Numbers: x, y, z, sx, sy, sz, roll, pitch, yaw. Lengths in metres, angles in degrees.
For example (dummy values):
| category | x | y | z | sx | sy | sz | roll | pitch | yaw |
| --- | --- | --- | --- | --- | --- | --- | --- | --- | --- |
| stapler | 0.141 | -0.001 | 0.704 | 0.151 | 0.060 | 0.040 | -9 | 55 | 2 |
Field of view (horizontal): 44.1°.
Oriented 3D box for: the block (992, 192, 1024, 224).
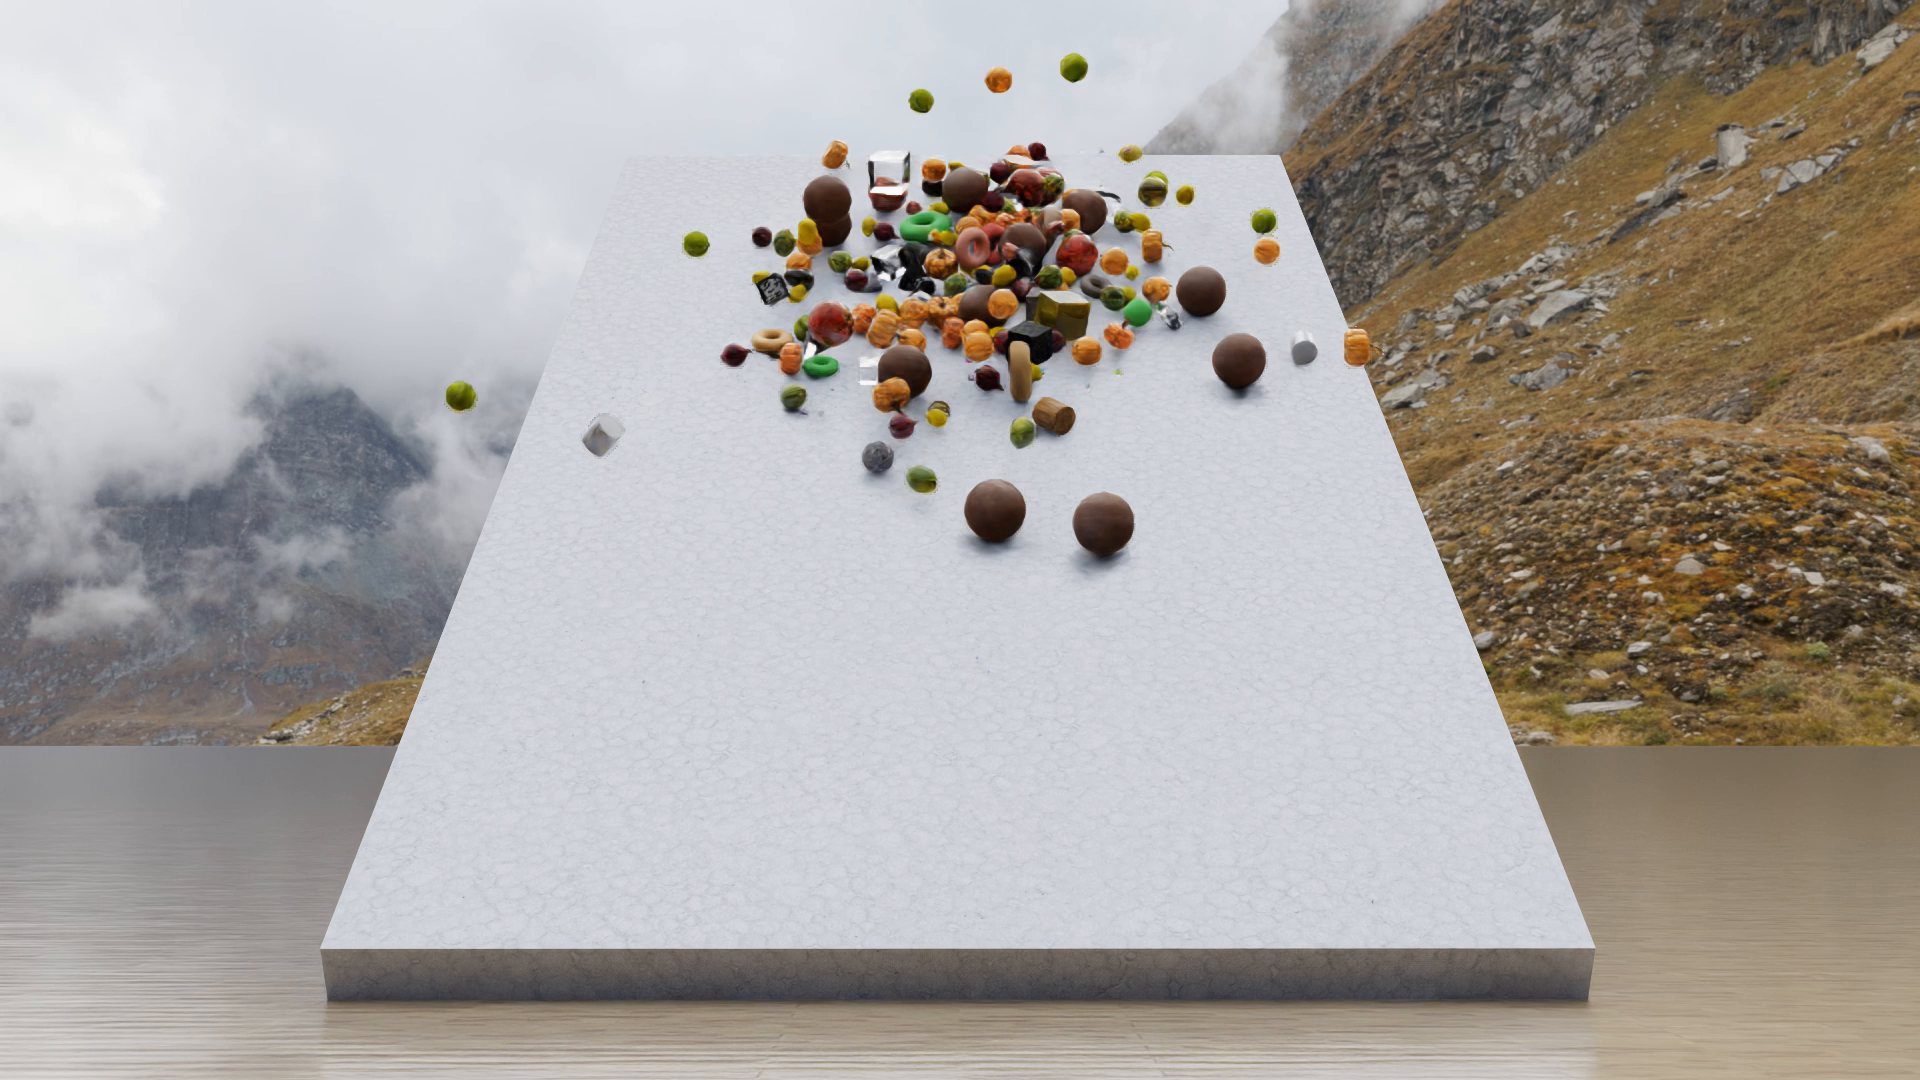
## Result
| category | x | y | z | sx | sy | sz | roll | pitch | yaw |
| --- | --- | --- | --- | --- | --- | --- | --- | --- | --- |
| block | 0.134 | -0.940 | 6.714 | 0.061 | 0.061 | 0.061 | 12 | -15 | 22 |

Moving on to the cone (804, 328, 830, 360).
| category | x | y | z | sx | sy | sz | roll | pitch | yaw |
| --- | --- | --- | --- | --- | --- | --- | --- | --- | --- |
| cone | -0.367 | -0.470 | 5.851 | 0.072 | 0.072 | 0.072 | 23 | -30 | 14 |

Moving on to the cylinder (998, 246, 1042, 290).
| category | x | y | z | sx | sy | sz | roll | pitch | yaw |
| --- | --- | --- | --- | --- | --- | --- | --- | --- | --- |
| cylinder | 0.160 | -0.720 | 6.277 | 0.091 | 0.091 | 0.091 | -2 | 25 | 22 |

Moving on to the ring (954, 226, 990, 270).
| category | x | y | z | sx | sy | sz | roll | pitch | yaw |
| --- | --- | --- | --- | --- | --- | --- | --- | --- | --- |
| ring | 0.033 | -0.765 | 6.218 | 0.112 | 0.112 | 0.037 | 4 | 7 | -42 |

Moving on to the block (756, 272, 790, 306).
| category | x | y | z | sx | sy | sz | roll | pitch | yaw |
| --- | --- | --- | --- | --- | --- | --- | --- | --- | --- |
| block | -0.478 | -0.640 | 6.062 | 0.059 | 0.059 | 0.059 | -27 | -4 | 9 |

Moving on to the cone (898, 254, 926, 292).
| category | x | y | z | sx | sy | sz | roll | pitch | yaw |
| --- | --- | --- | --- | --- | --- | --- | --- | --- | --- |
| cone | -0.119 | -0.714 | 6.265 | 0.092 | 0.092 | 0.092 | 0 | 27 | 0 |

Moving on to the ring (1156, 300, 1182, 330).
| category | x | y | z | sx | sy | sz | roll | pitch | yaw |
| --- | --- | --- | --- | --- | --- | --- | --- | --- | --- |
| ring | 0.528 | -0.568 | 5.998 | 0.029 | 0.087 | 0.087 | -40 | -3 | -4 |

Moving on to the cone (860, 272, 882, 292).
| category | x | y | z | sx | sy | sz | roll | pitch | yaw |
| --- | --- | --- | --- | --- | --- | --- | --- | --- | --- |
| cone | -0.244 | -0.666 | 6.238 | 0.056 | 0.056 | 0.056 | -35 | 4 | -14 |

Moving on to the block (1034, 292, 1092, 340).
| category | x | y | z | sx | sy | sz | roll | pitch | yaw |
| --- | --- | --- | --- | --- | --- | --- | --- | --- | --- |
| block | 0.256 | -0.563 | 5.951 | 0.096 | 0.096 | 0.096 | -4 | 26 | -30 |

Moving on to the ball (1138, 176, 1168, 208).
| category | x | y | z | sx | sy | sz | roll | pitch | yaw |
| --- | --- | --- | --- | --- | --- | --- | --- | --- | --- |
| ball | 0.515 | -0.931 | 6.348 | 0.080 | 0.080 | 0.080 | 0 | -5 | 0 |

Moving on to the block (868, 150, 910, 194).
| category | x | y | z | sx | sy | sz | roll | pitch | yaw |
| --- | --- | --- | --- | --- | --- | --- | --- | --- | --- |
| block | -0.191 | -0.996 | 6.429 | 0.091 | 0.091 | 0.091 | 4 | 28 | 12 |

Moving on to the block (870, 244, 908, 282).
| category | x | y | z | sx | sy | sz | roll | pitch | yaw |
| --- | --- | --- | --- | --- | --- | --- | --- | --- | --- |
| block | -0.186 | -0.738 | 6.311 | 0.065 | 0.065 | 0.065 | -34 | 34 | -25 |

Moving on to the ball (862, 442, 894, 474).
| category | x | y | z | sx | sy | sz | roll | pitch | yaw |
| --- | --- | --- | --- | --- | --- | --- | --- | --- | --- |
| ball | -0.181 | -0.183 | 5.249 | 0.071 | 0.071 | 0.071 | 0 | -5 | 0 |

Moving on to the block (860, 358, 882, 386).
| category | x | y | z | sx | sy | sz | roll | pitch | yaw |
| --- | --- | --- | --- | --- | --- | --- | --- | --- | --- |
| block | -0.215 | -0.405 | 5.705 | 0.052 | 0.052 | 0.052 | 0 | 27 | 0 |

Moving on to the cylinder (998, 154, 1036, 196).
| category | x | y | z | sx | sy | sz | roll | pitch | yaw |
| --- | --- | --- | --- | --- | --- | --- | --- | --- | --- |
| cylinder | 0.164 | -1.064 | 6.929 | 0.095 | 0.095 | 0.095 | 10 | 24 | -5 |

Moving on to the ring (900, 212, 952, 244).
| category | x | y | z | sx | sy | sz | roll | pitch | yaw |
| --- | --- | --- | --- | --- | --- | --- | --- | --- | --- |
| ring | -0.096 | -0.869 | 6.602 | 0.149 | 0.050 | 0.149 | -7 | 30 | 4 |

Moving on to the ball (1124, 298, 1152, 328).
| category | x | y | z | sx | sy | sz | roll | pitch | yaw |
| --- | --- | --- | --- | --- | --- | --- | --- | --- | --- |
| ball | 0.450 | -0.575 | 6.005 | 0.072 | 0.072 | 0.072 | 0 | -5 | 0 |

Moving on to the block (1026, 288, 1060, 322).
| category | x | y | z | sx | sy | sz | roll | pitch | yaw |
| --- | --- | --- | --- | --- | --- | --- | --- | --- | --- |
| block | 0.212 | -0.599 | 6.070 | 0.067 | 0.067 | 0.067 | 11 | 29 | 20 |

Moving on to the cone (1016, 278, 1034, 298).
| category | x | y | z | sx | sy | sz | roll | pitch | yaw |
| --- | --- | --- | --- | --- | --- | --- | --- | --- | --- |
| cone | 0.180 | -0.659 | 6.234 | 0.054 | 0.054 | 0.054 | -2 | -4 | 27 |

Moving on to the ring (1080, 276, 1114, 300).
| category | x | y | z | sx | sy | sz | roll | pitch | yaw |
| --- | --- | --- | --- | --- | --- | --- | --- | --- | --- |
| ring | 0.359 | -0.662 | 6.216 | 0.093 | 0.031 | 0.093 | 12 | 35 | -9 |

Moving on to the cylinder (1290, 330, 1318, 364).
| category | x | y | z | sx | sy | sz | roll | pitch | yaw |
| --- | --- | --- | --- | --- | --- | --- | --- | --- | --- |
| cylinder | 0.845 | -0.473 | 5.831 | 0.063 | 0.063 | 0.063 | 0 | 27 | 5 |

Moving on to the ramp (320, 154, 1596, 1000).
| category | x | y | z | sx | sy | sz | roll | pitch | yaw |
| --- | --- | --- | --- | --- | --- | --- | --- | --- | --- |
| ramp | -0.011 | -0.226 | 5.523 | 2.000 | 0.100 | 4.000 | 0 | 27 | 0 |

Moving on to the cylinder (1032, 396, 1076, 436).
| category | x | y | z | sx | sy | sz | roll | pitch | yaw |
| --- | --- | --- | --- | --- | --- | --- | --- | --- | --- |
| cylinder | 0.216 | -0.285 | 5.452 | 0.070 | 0.070 | 0.070 | 5 | 18 | -45 |

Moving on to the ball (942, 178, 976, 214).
| category | x | y | z | sx | sy | sz | roll | pitch | yaw |
| --- | --- | --- | --- | --- | --- | --- | --- | --- | --- |
| ball | -0.005 | -0.984 | 6.786 | 0.098 | 0.098 | 0.098 | 0 | -5 | 0 |

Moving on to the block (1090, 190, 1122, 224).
| category | x | y | z | sx | sy | sz | roll | pitch | yaw |
| --- | --- | --- | --- | --- | --- | --- | --- | --- | --- |
| block | 0.413 | -0.942 | 6.710 | 0.064 | 0.064 | 0.064 | 14 | -9 | 18 |

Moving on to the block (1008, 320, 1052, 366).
| category | x | y | z | sx | sy | sz | roll | pitch | yaw |
| --- | --- | --- | --- | --- | --- | --- | --- | --- | --- |
| block | 0.170 | -0.481 | 5.825 | 0.079 | 0.079 | 0.079 | 18 | 32 | 31 |

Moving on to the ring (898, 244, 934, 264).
| category | x | y | z | sx | sy | sz | roll | pitch | yaw |
| --- | --- | --- | --- | --- | --- | --- | --- | --- | --- |
| ring | -0.127 | -0.775 | 6.447 | 0.108 | 0.036 | 0.108 | 1 | 27 | -1 |

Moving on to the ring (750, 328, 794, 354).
| category | x | y | z | sx | sy | sz | roll | pitch | yaw |
| --- | --- | --- | --- | --- | --- | --- | --- | --- | --- |
| ring | -0.466 | -0.494 | 5.896 | 0.108 | 0.036 | 0.108 | 0 | 29 | 0 |

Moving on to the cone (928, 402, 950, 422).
| category | x | y | z | sx | sy | sz | roll | pitch | yaw |
| --- | --- | --- | --- | --- | --- | --- | --- | --- | --- |
| cone | -0.044 | -0.299 | 5.529 | 0.052 | 0.052 | 0.052 | -1 | 4 | 10 |

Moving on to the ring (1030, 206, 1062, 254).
| category | x | y | z | sx | sy | sz | roll | pitch | yaw |
| --- | --- | --- | --- | --- | --- | --- | --- | --- | --- |
| ring | 0.233 | -0.846 | 6.470 | 0.048 | 0.144 | 0.144 | 19 | -10 | -15 |

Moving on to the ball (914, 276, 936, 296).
| category | x | y | z | sx | sy | sz | roll | pitch | yaw |
| --- | --- | --- | --- | --- | --- | --- | --- | --- | --- |
| ball | -0.092 | -0.661 | 6.200 | 0.056 | 0.056 | 0.056 | 0 | -5 | 0 |

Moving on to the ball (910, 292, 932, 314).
| category | x | y | z | sx | sy | sz | roll | pitch | yaw |
| --- | --- | --- | --- | --- | --- | --- | --- | --- | --- |
| ball | -0.100 | -0.610 | 6.099 | 0.058 | 0.058 | 0.058 | 0 | -5 | 0 |

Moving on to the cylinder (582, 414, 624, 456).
| category | x | y | z | sx | sy | sz | roll | pitch | yaw |
| --- | --- | --- | --- | --- | --- | --- | --- | --- | --- |
| cylinder | -0.751 | -0.220 | 4.987 | 0.063 | 0.063 | 0.063 | 6 | -41 | -49 |

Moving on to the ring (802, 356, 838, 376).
| category | x | y | z | sx | sy | sz | roll | pitch | yaw |
| --- | --- | --- | --- | --- | --- | --- | --- | --- | --- |
| ring | -0.338 | -0.422 | 5.762 | 0.087 | 0.029 | 0.087 | 1 | 28 | 0 |
